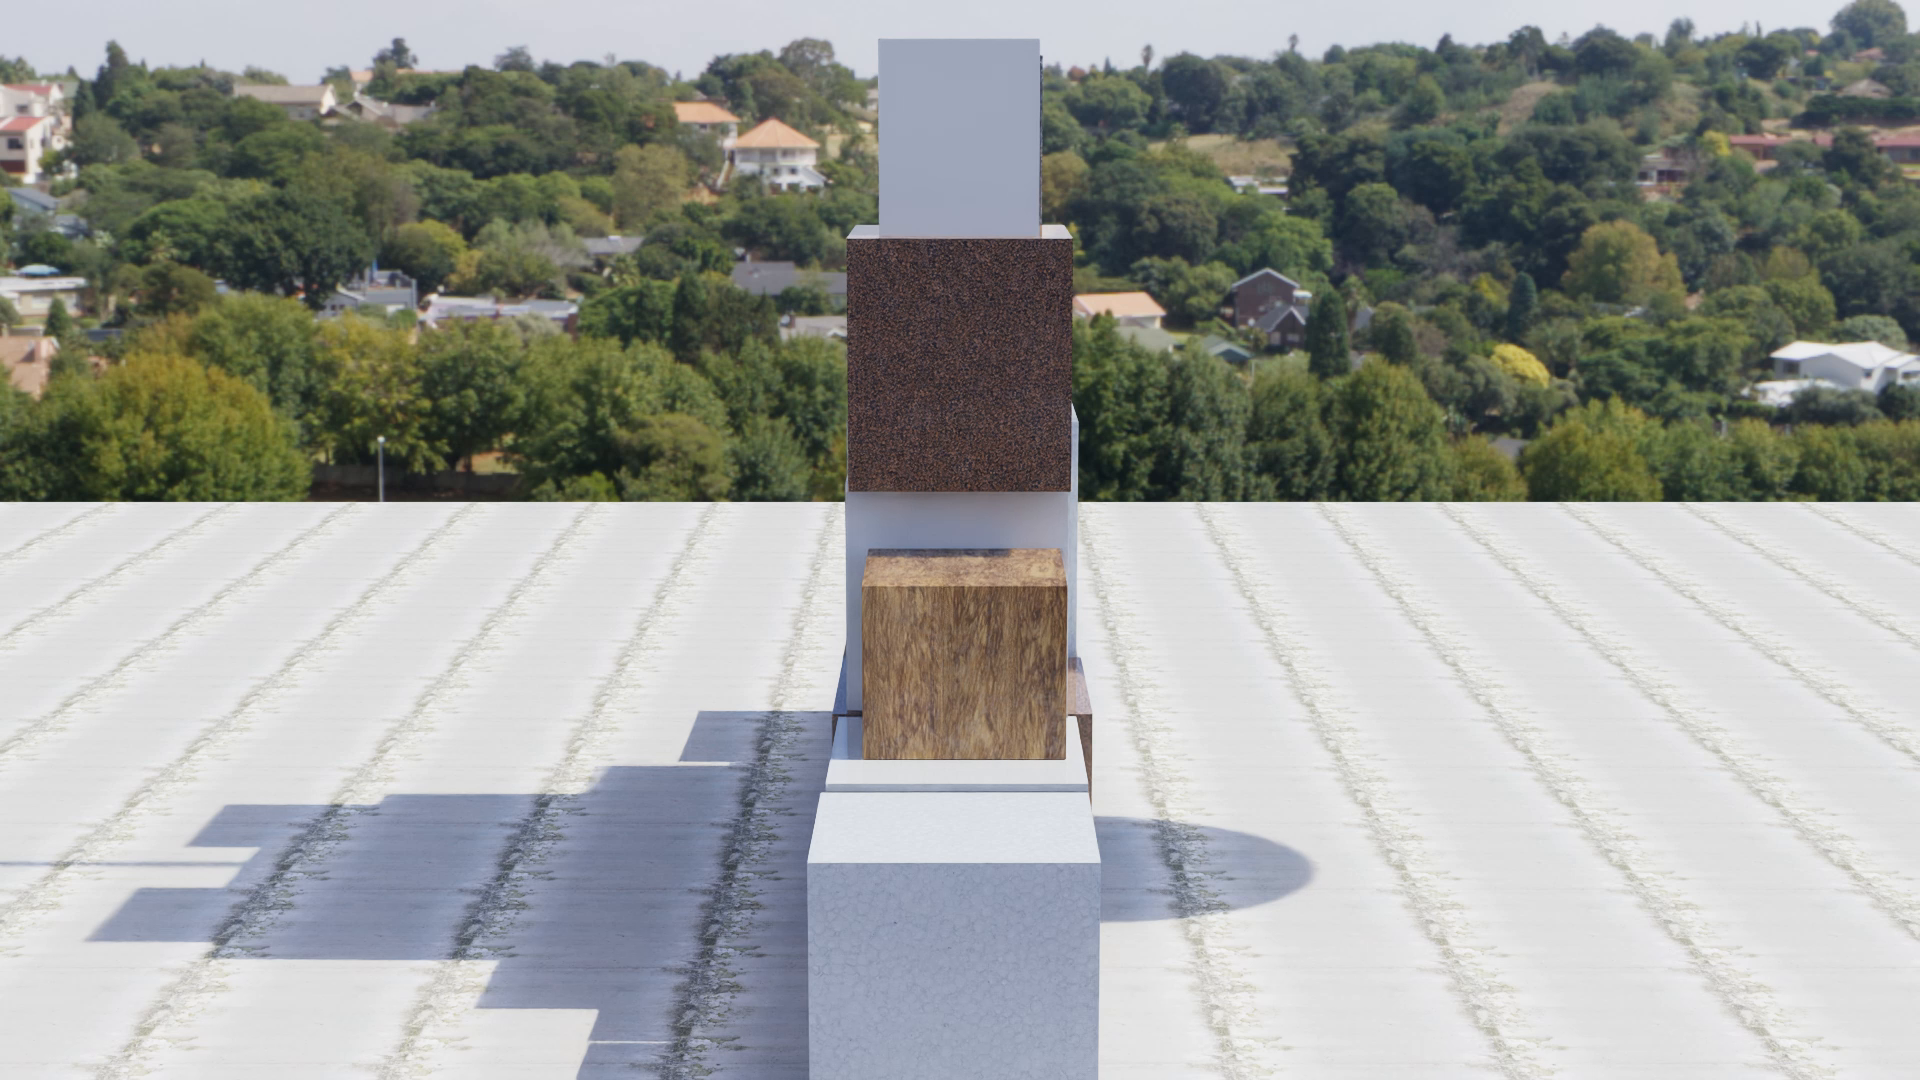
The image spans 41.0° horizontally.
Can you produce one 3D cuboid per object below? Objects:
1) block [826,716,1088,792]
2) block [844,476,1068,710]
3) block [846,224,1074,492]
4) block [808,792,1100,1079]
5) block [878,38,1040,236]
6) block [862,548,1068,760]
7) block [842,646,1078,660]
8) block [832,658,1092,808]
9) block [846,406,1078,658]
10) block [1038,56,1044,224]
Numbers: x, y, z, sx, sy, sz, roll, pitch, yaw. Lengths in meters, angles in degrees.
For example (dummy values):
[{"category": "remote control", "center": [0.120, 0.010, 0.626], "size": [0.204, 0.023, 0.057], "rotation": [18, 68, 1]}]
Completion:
[{"category": "block", "center": [-0.011, 1.274, 9.812], "size": [0.946, 0.984, 0.985], "rotation": [0, 10, 0]}, {"category": "block", "center": [-0.012, 0.143, 10.675], "size": [0.883, 0.920, 0.970], "rotation": [0, 10, 0]}, {"category": "block", "center": [-0.001, -0.746, 10.270], "size": [0.861, 0.974, 0.890], "rotation": [0, 10, 0]}, {"category": "block", "center": [-0.020, 1.453, 8.910], "size": [0.963, 0.954, 0.834], "rotation": [0, 10, 0]}, {"category": "block", "center": [-0.004, -1.614, 10.226], "size": [0.619, 0.749, 0.720], "rotation": [0, 10, 0]}, {"category": "block", "center": [0.017, 0.427, 9.853], "size": [0.757, 0.661, 0.724], "rotation": [0, 11, 0]}, {"category": "block", "center": [0.002, 0.917, 11.815], "size": [1.037, 0.968, 1.010], "rotation": [0, 10, 0]}, {"category": "block", "center": [0.009, 1.090, 10.806], "size": [1.038, 0.990, 1.016], "rotation": [0, 10, 0]}, {"category": "block", "center": [0.011, -0.079, 11.636], "size": [0.999, 1.055, 0.981], "rotation": [0, 10, 0]}, {"category": "block", "center": [0.008, -1.770, 11.524], "size": [0.703, 0.796, 0.711], "rotation": [0, 10, 0]}]
